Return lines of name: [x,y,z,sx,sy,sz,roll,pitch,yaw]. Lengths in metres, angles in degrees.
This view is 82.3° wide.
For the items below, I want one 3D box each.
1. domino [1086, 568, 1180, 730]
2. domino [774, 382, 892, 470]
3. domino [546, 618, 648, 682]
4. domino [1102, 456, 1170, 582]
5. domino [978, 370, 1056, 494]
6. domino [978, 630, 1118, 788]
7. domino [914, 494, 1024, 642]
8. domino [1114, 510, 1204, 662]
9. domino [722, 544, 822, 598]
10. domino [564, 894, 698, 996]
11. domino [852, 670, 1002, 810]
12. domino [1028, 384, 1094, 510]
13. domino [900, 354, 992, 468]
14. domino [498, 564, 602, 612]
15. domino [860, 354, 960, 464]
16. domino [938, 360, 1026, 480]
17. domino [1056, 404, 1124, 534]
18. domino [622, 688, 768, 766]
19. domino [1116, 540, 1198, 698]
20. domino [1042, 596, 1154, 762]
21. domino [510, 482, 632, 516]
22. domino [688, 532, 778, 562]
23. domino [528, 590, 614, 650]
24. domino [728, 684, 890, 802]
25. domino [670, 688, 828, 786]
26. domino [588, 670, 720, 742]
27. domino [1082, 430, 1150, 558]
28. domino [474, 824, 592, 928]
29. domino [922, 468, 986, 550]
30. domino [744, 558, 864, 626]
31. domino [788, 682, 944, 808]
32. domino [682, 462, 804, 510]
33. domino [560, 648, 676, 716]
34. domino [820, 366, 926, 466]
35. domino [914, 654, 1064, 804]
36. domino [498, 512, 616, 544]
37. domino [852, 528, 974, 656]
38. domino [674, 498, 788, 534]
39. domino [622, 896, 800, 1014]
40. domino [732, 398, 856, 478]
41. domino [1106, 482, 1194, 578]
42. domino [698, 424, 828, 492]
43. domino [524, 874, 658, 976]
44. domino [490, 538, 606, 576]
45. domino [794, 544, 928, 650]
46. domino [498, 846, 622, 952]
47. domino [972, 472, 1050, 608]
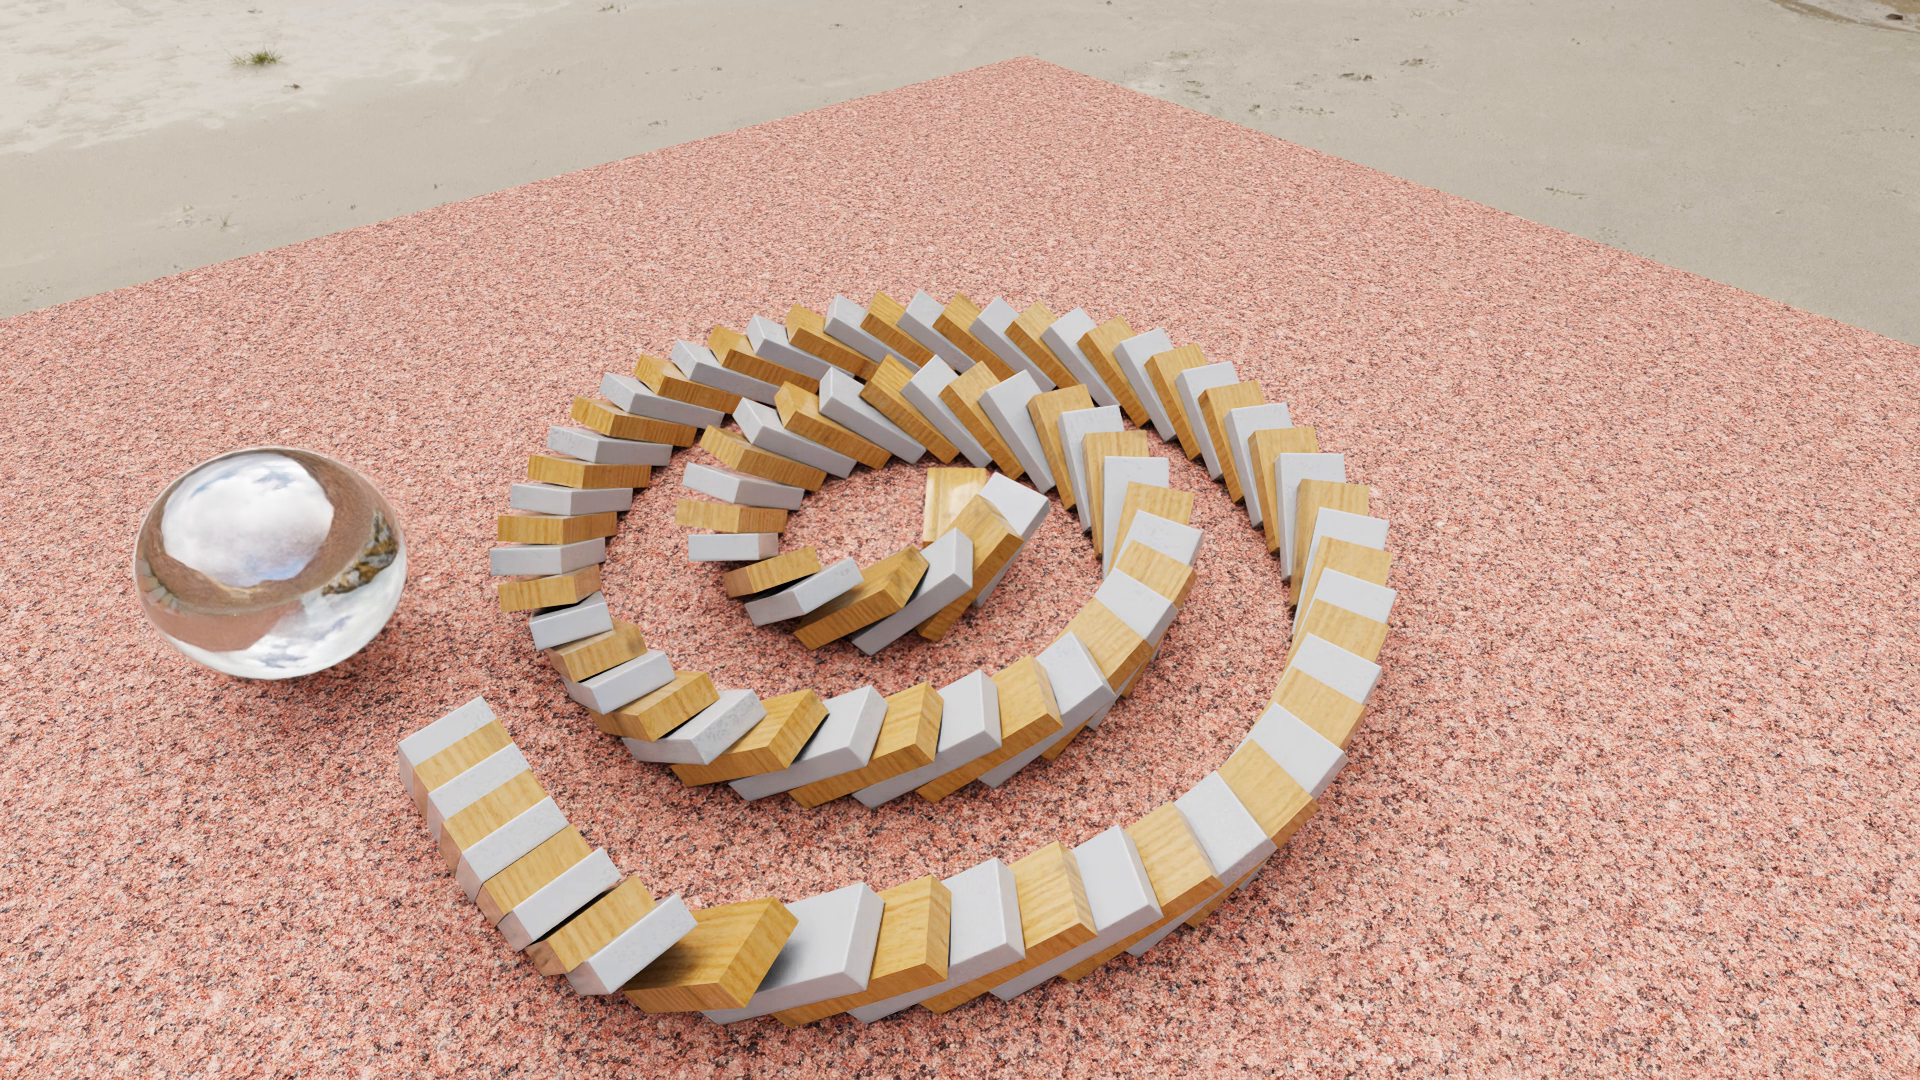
domino: [0.050,0.037,0.377,0.025,0.009,0.050,33,85,34]
domino: [-0.056,-0.050,0.482,0.050,0.010,0.025,23,27,-34]
domino: [-0.126,0.037,0.377,0.025,0.009,0.050,-23,10,-26]
domino: [0.069,-0.007,0.431,0.025,0.009,0.050,2,75,2]
domino: [0.032,-0.047,0.479,0.025,0.010,0.050,-32,86,-33]
domino: [0.023,0.055,0.355,0.050,0.009,0.025,-39,42,10]
domino: [-0.001,0.010,0.405,0.009,0.050,0.025,27,19,-44]
domino: [0.068,0.017,0.401,0.025,0.009,0.050,21,80,22]
domino: [-0.070,0.012,0.405,0.025,0.009,0.050,-19,2,-22]
domino: [-0.087,0.106,0.286,0.025,0.050,0.010,-34,87,-34]
domino: [-0.011,0.063,0.345,0.050,0.010,0.025,-30,35,20]
domino: [0.049,-0.040,0.470,0.025,0.009,0.050,-15,78,-19]
domino: [-0.001,-0.057,0.491,0.050,0.009,0.025,44,46,-6]
domino: [-0.148,0.017,0.401,0.025,0.010,0.050,-7,4,-8]
domino: [-0.019,-0.059,0.492,0.050,0.010,0.025,38,39,-13]
domino: [0.016,-0.053,0.486,0.050,0.009,0.025,49,51,-1]
domino: [0.059,-0.030,0.458,0.025,0.009,0.050,-9,76,-12]
domino: [-0.085,0.059,0.350,0.050,0.010,0.025,-11,22,49]
domino: [0.060,0.028,0.388,0.025,0.009,0.050,28,82,29]
domino: [0.038,0.046,0.366,0.050,0.010,0.025,-48,51,1]
domino: [-0.155,-0.017,0.443,0.025,0.010,0.050,7,5,9]
domino: [-0.085,0.002,0.418,0.025,0.009,0.050,-1,1,-1]
domino: [-0.137,0.028,0.388,0.025,0.009,0.050,-16,7,-19]
domino: [-0.047,0.064,0.344,0.050,0.009,0.025,-22,29,30]
domino: [-0.067,0.062,0.345,0.050,0.009,0.025,-18,25,39]
domino: [-0.100,0.053,0.357,0.025,0.010,0.050,-33,14,-33]
domino: [0.065,-0.019,0.445,0.025,0.009,0.050,-4,75,-5]
domino: [-0.117,0.093,0.301,0.025,0.050,0.009,-34,86,-33]
domino: [-0.002,-0.012,0.458,0.025,0.010,0.050,1,39,1]
domino: [-0.057,0.019,0.396,0.025,0.010,0.050,-30,7,-30]
domino: [-0.029,0.064,0.344,0.050,0.009,0.025,-25,31,26]
domino: [-0.087,-0.021,0.447,0.025,0.009,0.050,18,5,21]
domino: [-0.115,0.046,0.367,0.025,0.009,0.050,-26,11,-28]
domino: [-0.039,-0.055,0.488,0.050,0.010,0.025,28,31,-26]
domino: [0.007,0.060,0.349,0.050,0.010,0.025,-33,38,16]
domino: [-0.156,-0.006,0.429,0.025,0.010,0.050,3,5,4]
domino: [-0.017,0.019,0.396,0.050,0.009,0.025,-35,31,26]
domino: [-0.089,-0.009,0.432,0.025,0.009,0.050,8,2,11]
domino: [-0.065,0.108,0.286,0.050,0.010,0.025,-26,21,43]
domino: [-0.071,-0.044,0.474,0.050,0.010,0.025,19,22,-42]
domino: [0.071,0.005,0.415,0.025,0.010,0.050,12,78,13]
domino: [-0.082,-0.034,0.462,0.025,0.009,0.050,32,10,33]
domino: [-0.098,0.102,0.290,0.025,0.050,0.009,-34,87,-34]
domino: [-0.154,0.006,0.415,0.025,0.009,0.050,-1,4,0]
domino: [-0.036,0.021,0.394,0.050,0.009,0.025,-26,22,38]
domino: [-0.108,0.097,0.296,0.025,0.050,0.009,-33,86,-34]
domino: [0.011,0.000,0.428,0.025,0.009,0.050,28,69,23]
